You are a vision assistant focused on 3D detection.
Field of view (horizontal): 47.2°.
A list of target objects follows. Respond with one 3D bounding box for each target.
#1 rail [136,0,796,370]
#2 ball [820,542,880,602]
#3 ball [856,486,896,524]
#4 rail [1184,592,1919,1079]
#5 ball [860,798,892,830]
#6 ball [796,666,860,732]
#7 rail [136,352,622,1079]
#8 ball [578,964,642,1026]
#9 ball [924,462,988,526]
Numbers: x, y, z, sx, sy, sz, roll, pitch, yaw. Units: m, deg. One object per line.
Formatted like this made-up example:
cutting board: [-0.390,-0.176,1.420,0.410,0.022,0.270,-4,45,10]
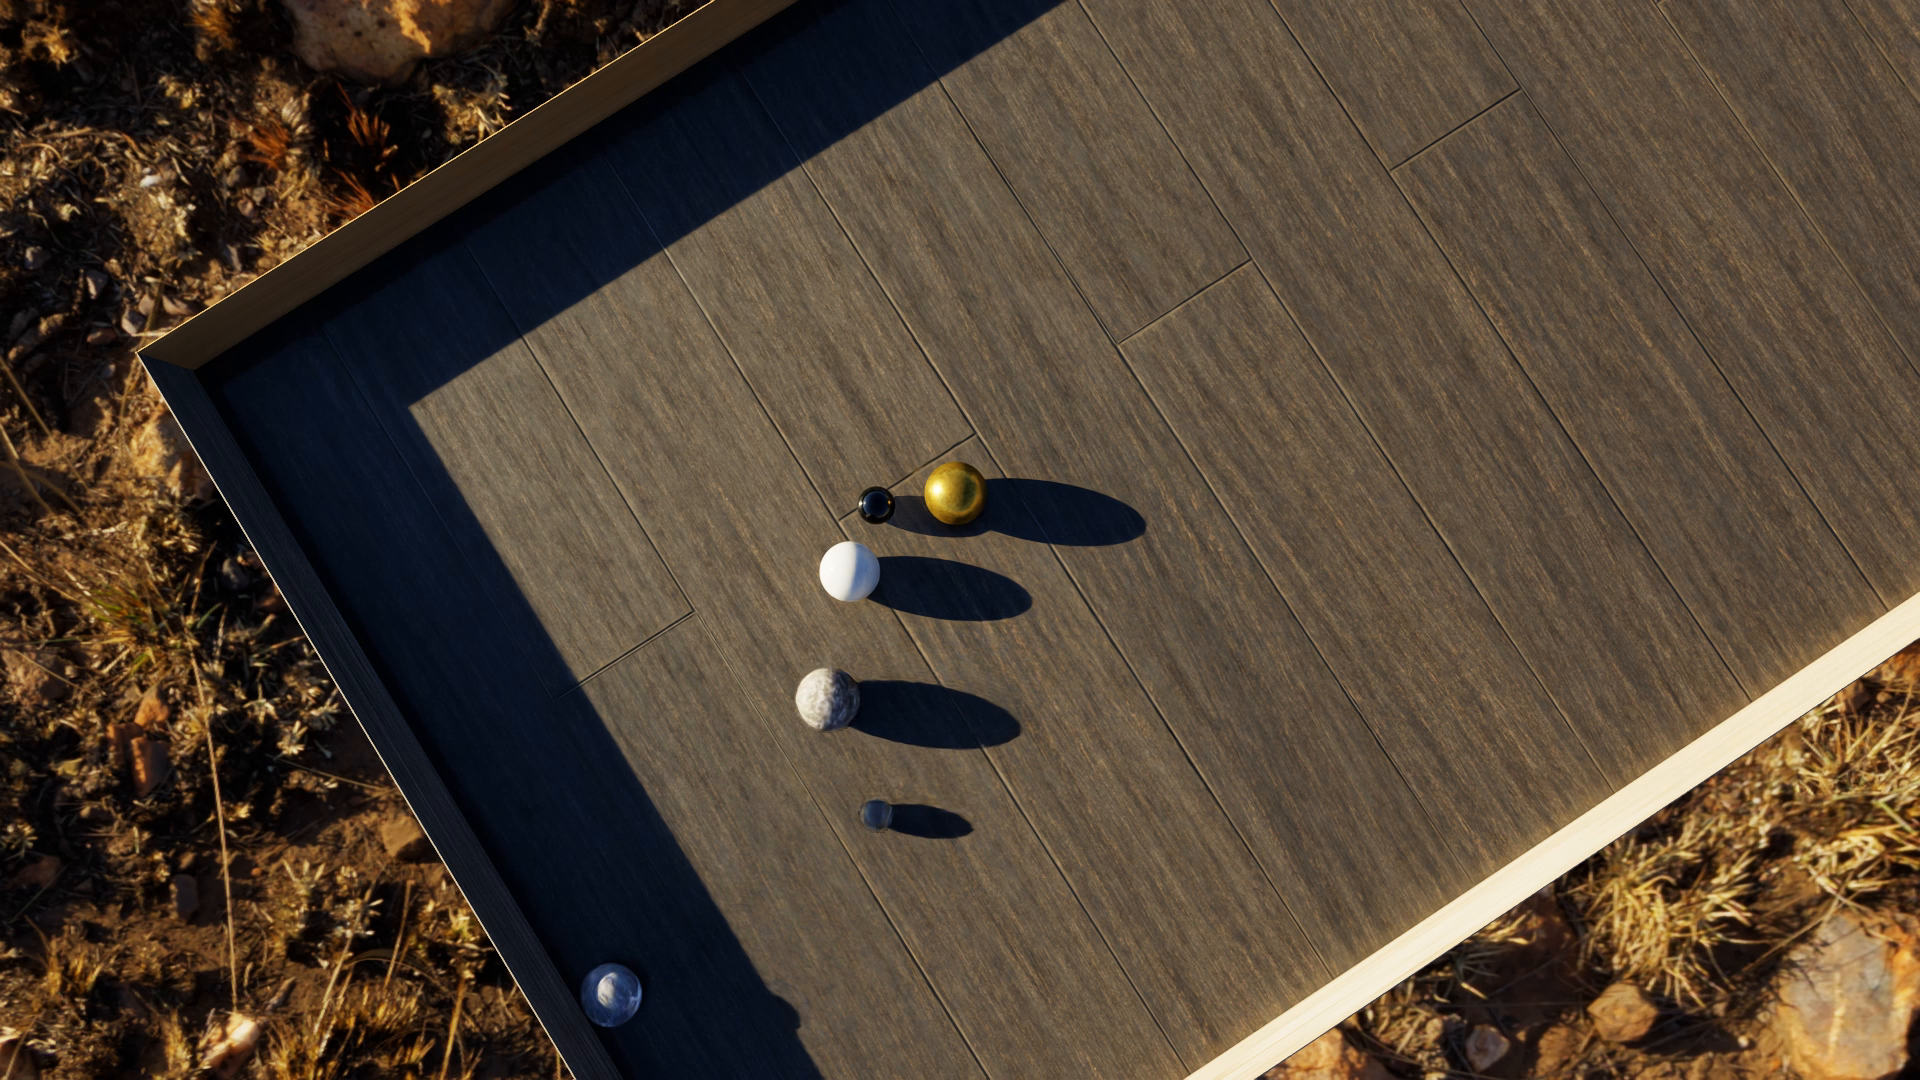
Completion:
rail: [0.274,-1.179,3.392,3.483,0.123,0.045,-32,84,-4]
ball: [-0.162,0.047,3.246,0.090,0.090,0.090,0,82,0]
ball: [-0.125,-0.052,3.275,0.058,0.058,0.058,0,82,0]
rail: [1.192,0.239,3.203,3.483,0.123,0.045,-32,84,-4]
ball: [-0.122,0.401,3.220,0.047,0.047,0.047,0,82,0]
ball: [-0.193,0.233,3.219,0.094,0.094,0.094,0,82,0]
rail: [-0.713,0.450,3.175,0.045,0.123,1.747,-32,84,-4]
ball: [-0.503,0.655,3.165,0.090,0.090,0.090,0,82,0]
ball: [-0.006,-0.069,3.259,0.094,0.094,0.094,0,82,0]
